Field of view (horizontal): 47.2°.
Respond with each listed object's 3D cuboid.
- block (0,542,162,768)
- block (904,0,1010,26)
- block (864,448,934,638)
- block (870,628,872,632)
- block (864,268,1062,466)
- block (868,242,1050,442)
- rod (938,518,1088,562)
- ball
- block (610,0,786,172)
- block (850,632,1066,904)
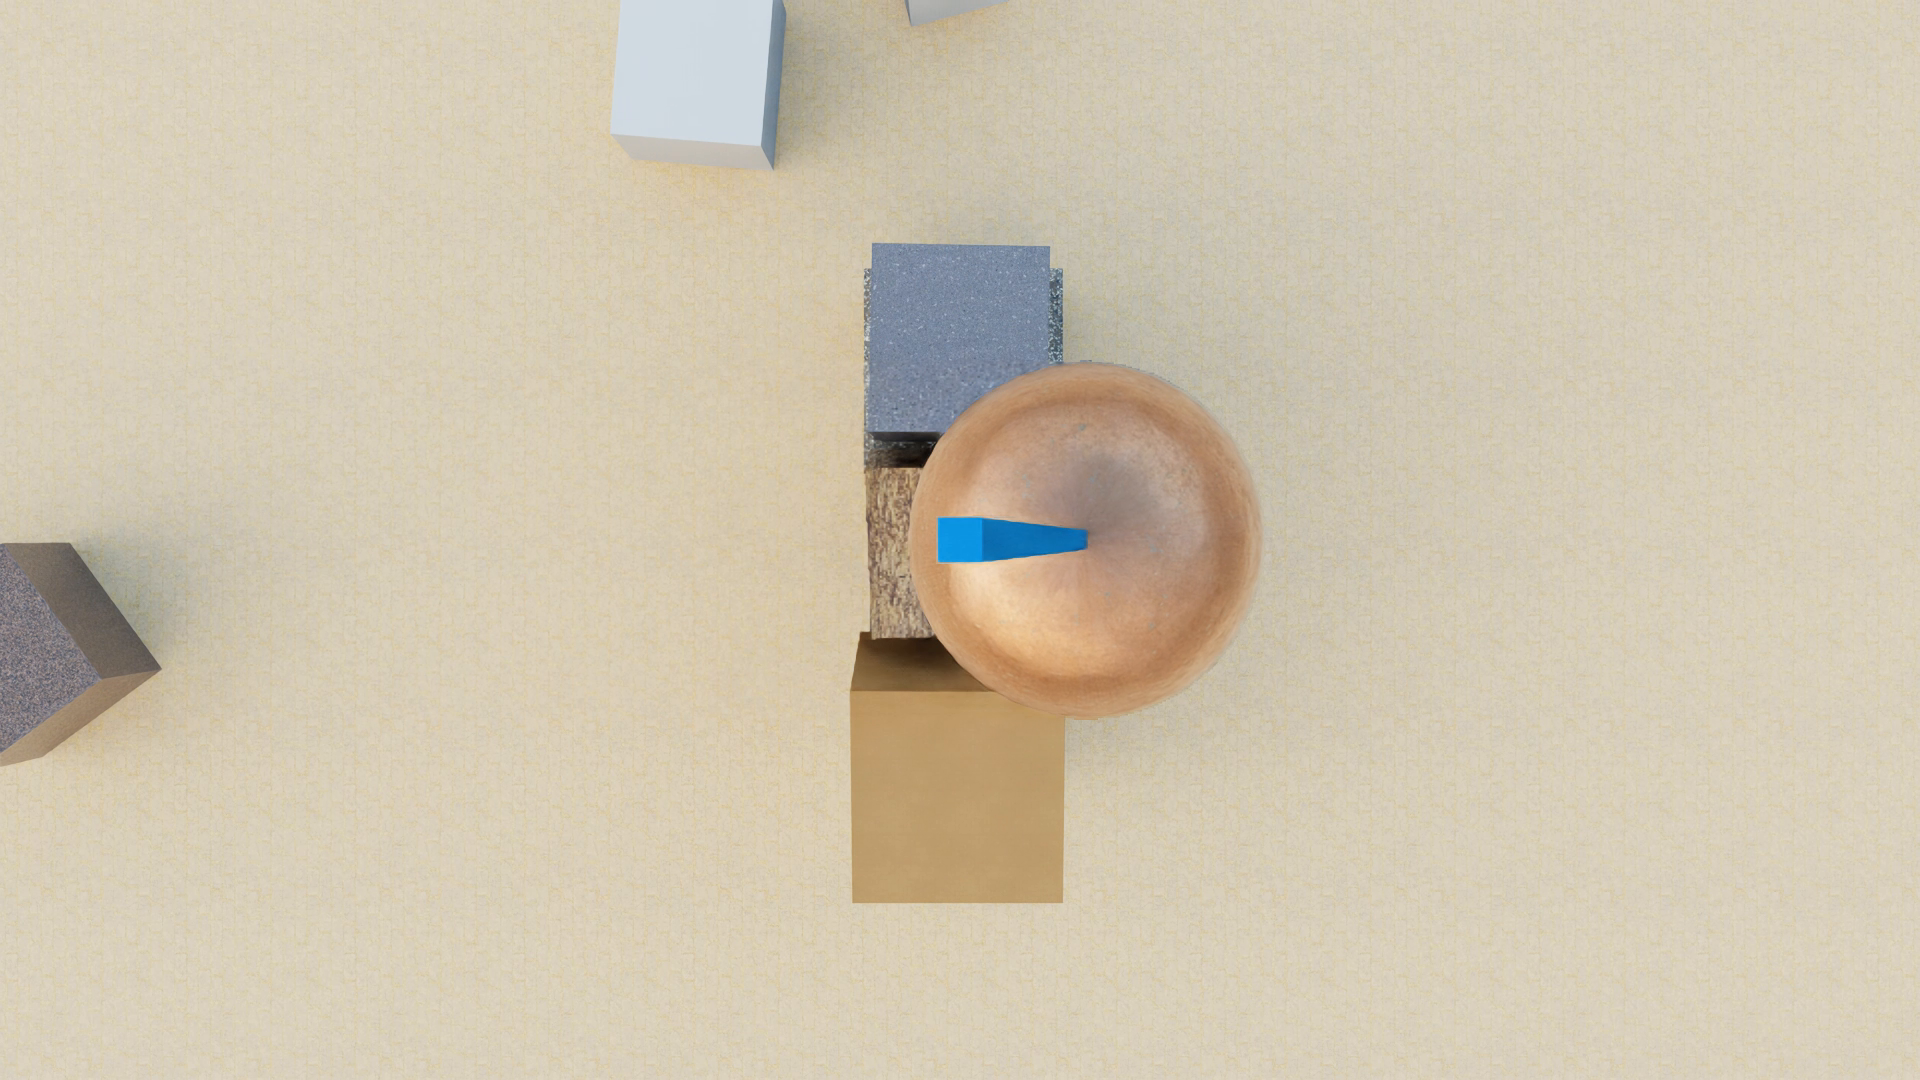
[{"bbox_3d":[-5.344,0.650,12.544,0.882,0.912,0.927,-36,90,0],"label":"block"},{"bbox_3d":[-0.088,-3.446,12.645,0.600,0.711,0.698,-15,90,0],"label":"block"},{"bbox_3d":[-0.096,-0.005,11.579,0.750,0.790,0.878,-2,100,0],"label":"block"},{"bbox_3d":[0.008,0.119,12.521,0.996,0.959,0.931,0,90,0],"label":"block"},{"bbox_3d":[0.018,-0.915,12.461,1.080,1.078,1.115,0,90,0],"label":"block"},{"bbox_3d":[-0.004,-0.998,11.412,0.884,1.019,0.935,1,90,0],"label":"block"},{"bbox_3d":[0.244,0.000,6.519,0.080,5.200,0.080,0,90,5],"label":"rod"},{"bbox_3d":[0.563,0.000,9.904,1.600,1.600,1.600,0,90,0],"label":"ball"},{"bbox_3d":[-1.482,-2.682,12.585,0.838,0.829,0.938,5,90,0],"label":"block"},{"bbox_3d":[-0.012,1.171,11.583,1.069,1.148,1.117,0,102,0],"label":"block"}]
